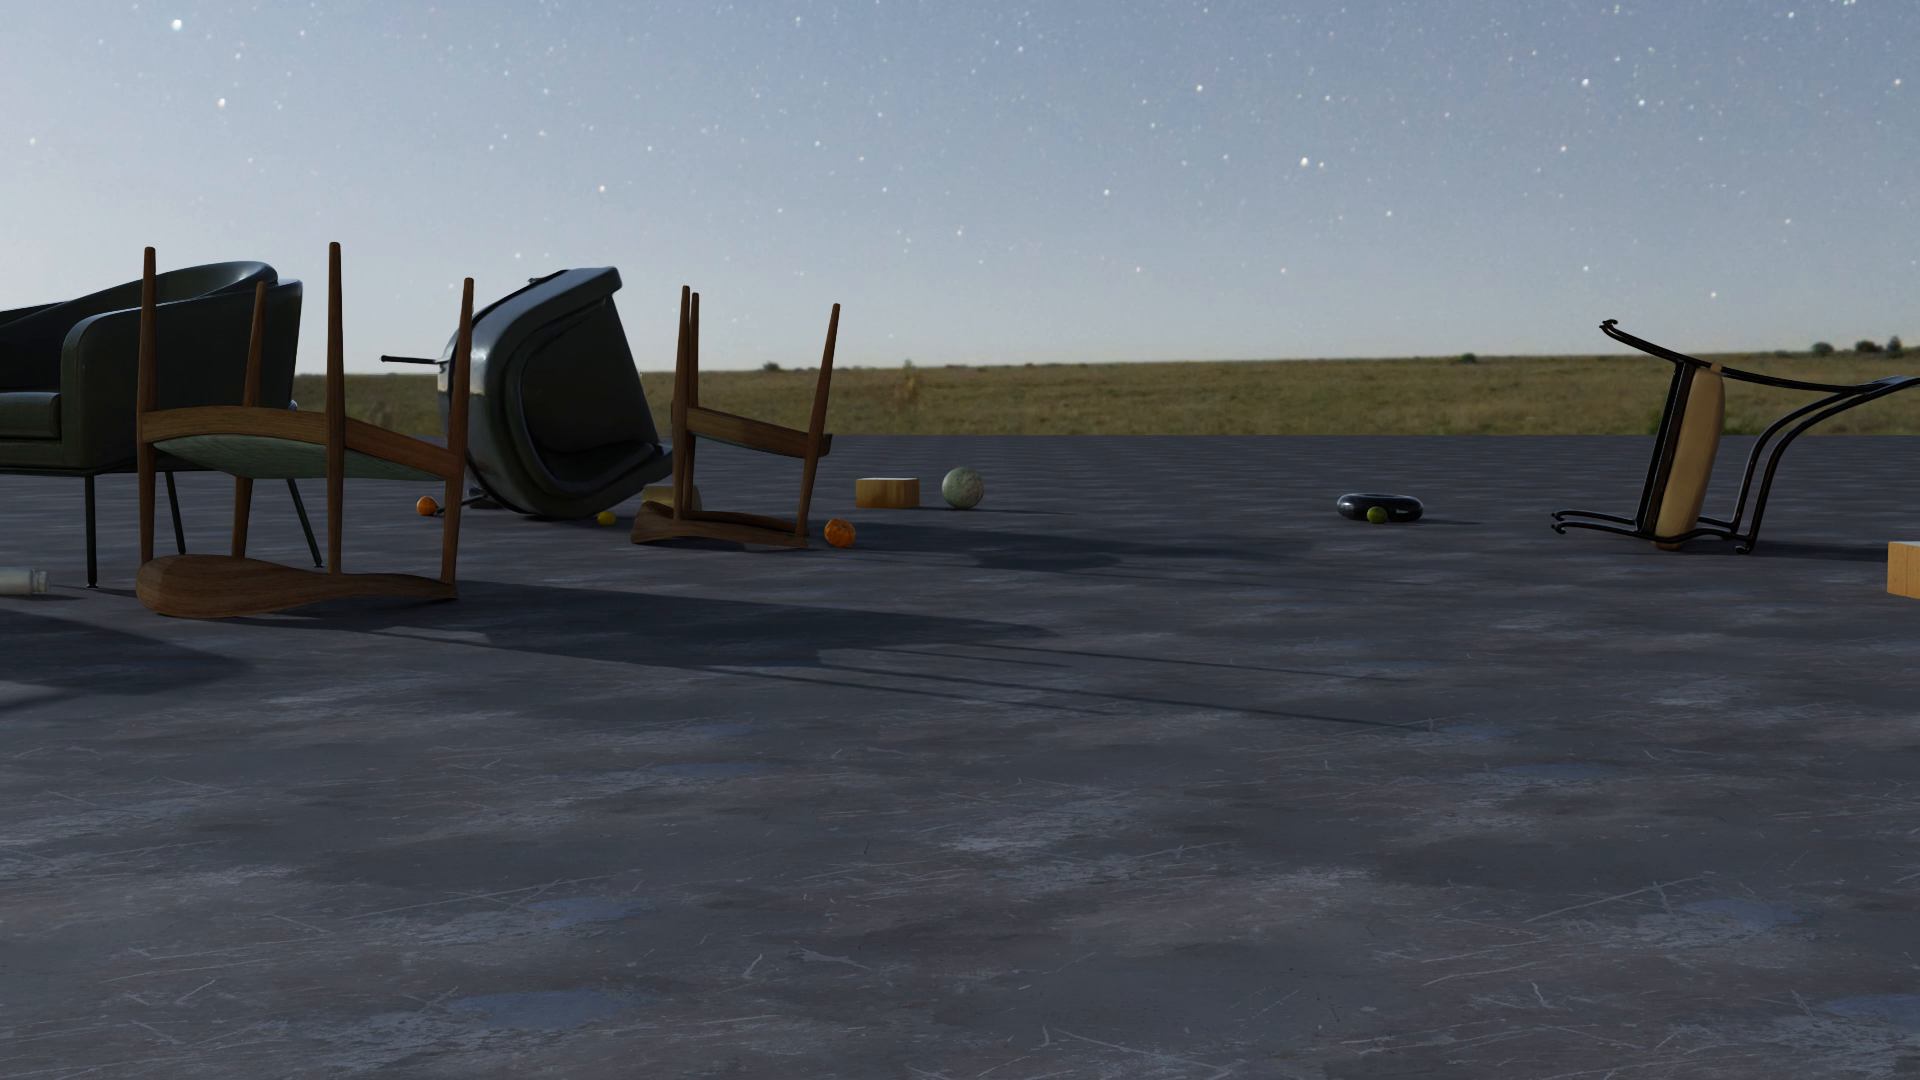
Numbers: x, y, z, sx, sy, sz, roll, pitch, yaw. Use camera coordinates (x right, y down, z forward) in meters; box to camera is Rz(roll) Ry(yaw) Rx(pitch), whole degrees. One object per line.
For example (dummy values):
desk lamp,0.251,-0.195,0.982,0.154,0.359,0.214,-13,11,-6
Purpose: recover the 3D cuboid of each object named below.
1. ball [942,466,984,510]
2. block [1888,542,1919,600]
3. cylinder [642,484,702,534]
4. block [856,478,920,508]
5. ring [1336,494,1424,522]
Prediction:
ball,0.013,-0.193,8.210,0.159,0.159,0.159,0,4,0
block,2.127,0.066,4.767,0.154,0.113,0.175,0,4,-1
cylinder,-0.886,-0.094,6.779,0.148,0.128,0.180,1,-40,8
block,-0.276,-0.180,8.392,0.196,0.106,0.151,2,4,22
ring,1.444,-0.112,7.565,0.264,0.084,0.350,-1,5,-24
